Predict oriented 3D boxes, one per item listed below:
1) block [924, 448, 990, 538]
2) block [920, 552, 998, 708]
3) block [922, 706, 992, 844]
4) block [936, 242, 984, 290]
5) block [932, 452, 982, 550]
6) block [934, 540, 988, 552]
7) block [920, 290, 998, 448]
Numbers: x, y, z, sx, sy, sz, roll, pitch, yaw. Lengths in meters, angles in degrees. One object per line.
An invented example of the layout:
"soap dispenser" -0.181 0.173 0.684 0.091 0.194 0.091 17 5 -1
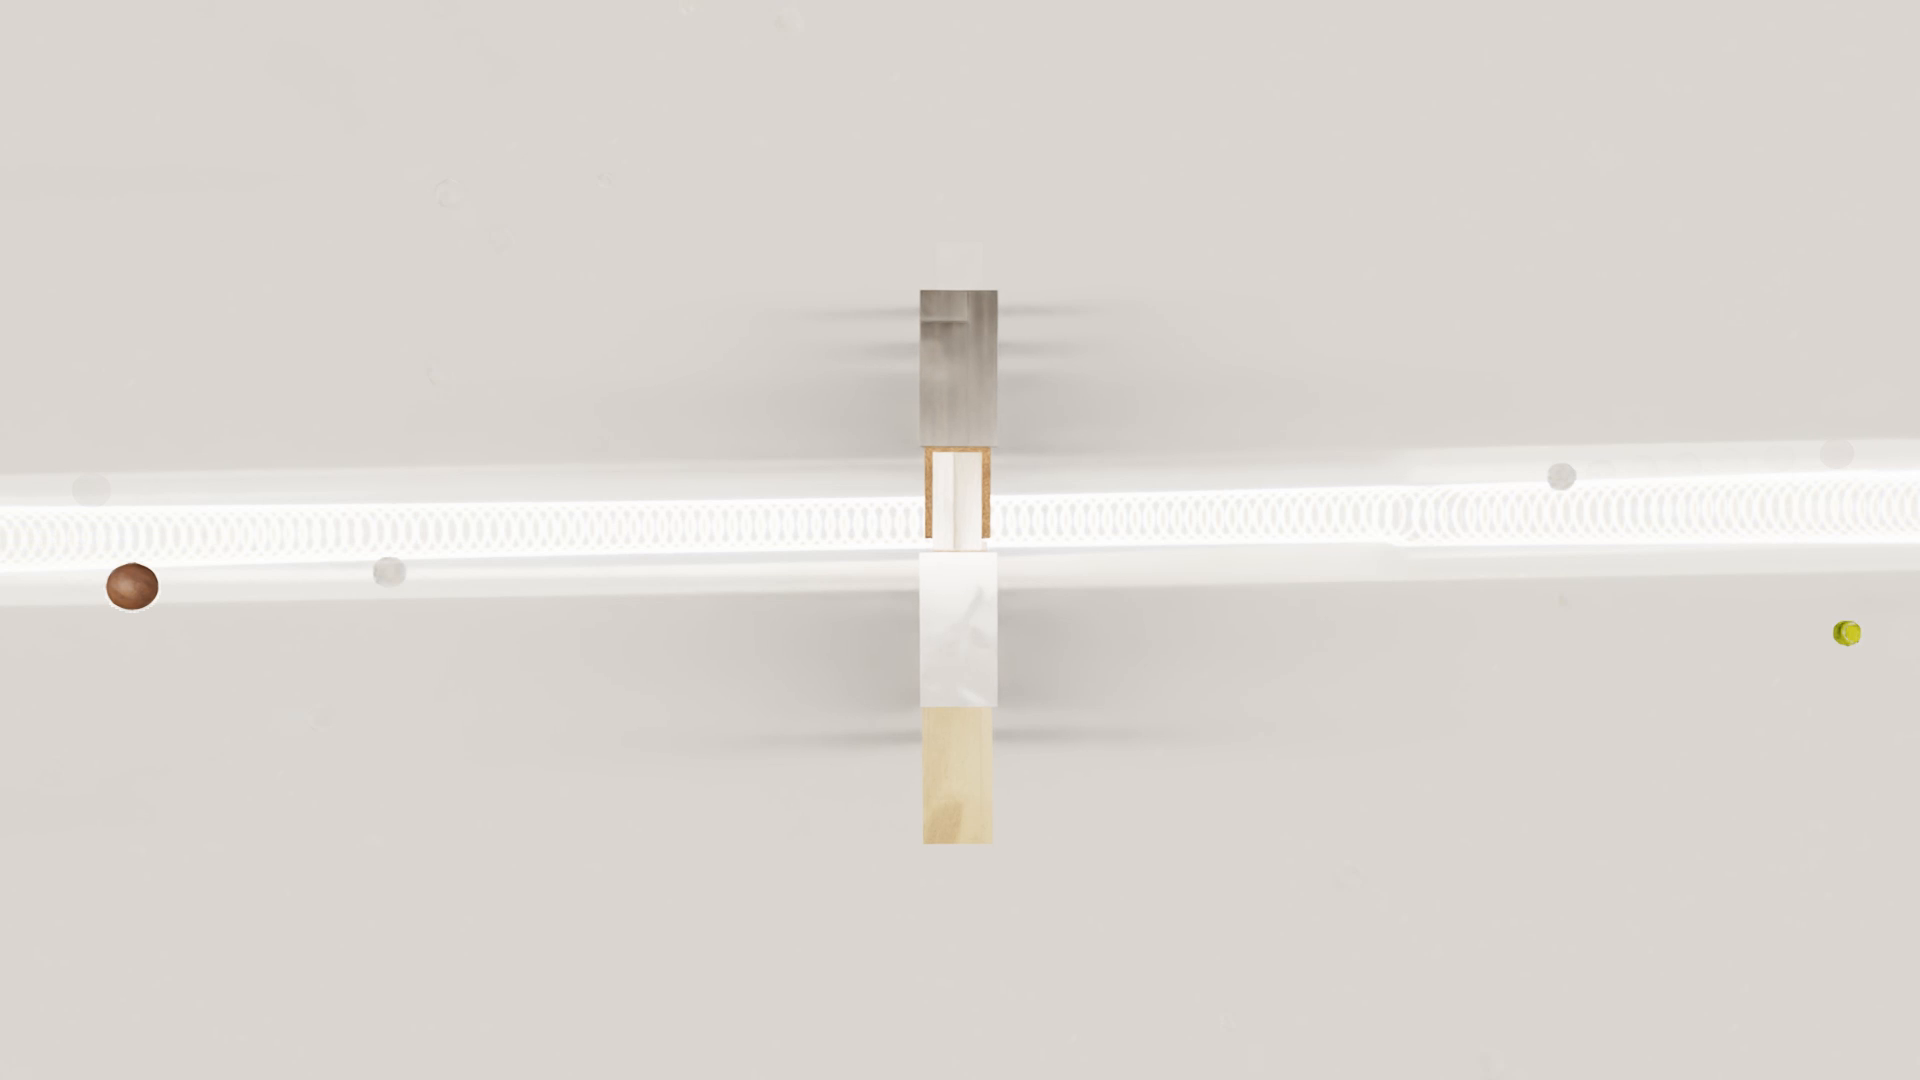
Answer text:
"block" -0.006 -0.164 4.015 0.160 0.045 0.320 0 90 0
"block" -0.003 0.200 3.707 0.173 0.049 0.346 0 90 0
"block" -0.005 0.540 3.836 0.162 0.046 0.324 0 90 0
"block" -0.002 -0.678 4.476 0.128 0.036 0.256 0 90 0
"block" -0.006 -0.089 3.756 0.111 0.031 0.221 0 91 0
"block" 0.001 0.136 4.096 0.134 0.038 0.268 0 90 0
"block" -0.003 -0.376 3.626 0.171 0.048 0.341 0 90 1
